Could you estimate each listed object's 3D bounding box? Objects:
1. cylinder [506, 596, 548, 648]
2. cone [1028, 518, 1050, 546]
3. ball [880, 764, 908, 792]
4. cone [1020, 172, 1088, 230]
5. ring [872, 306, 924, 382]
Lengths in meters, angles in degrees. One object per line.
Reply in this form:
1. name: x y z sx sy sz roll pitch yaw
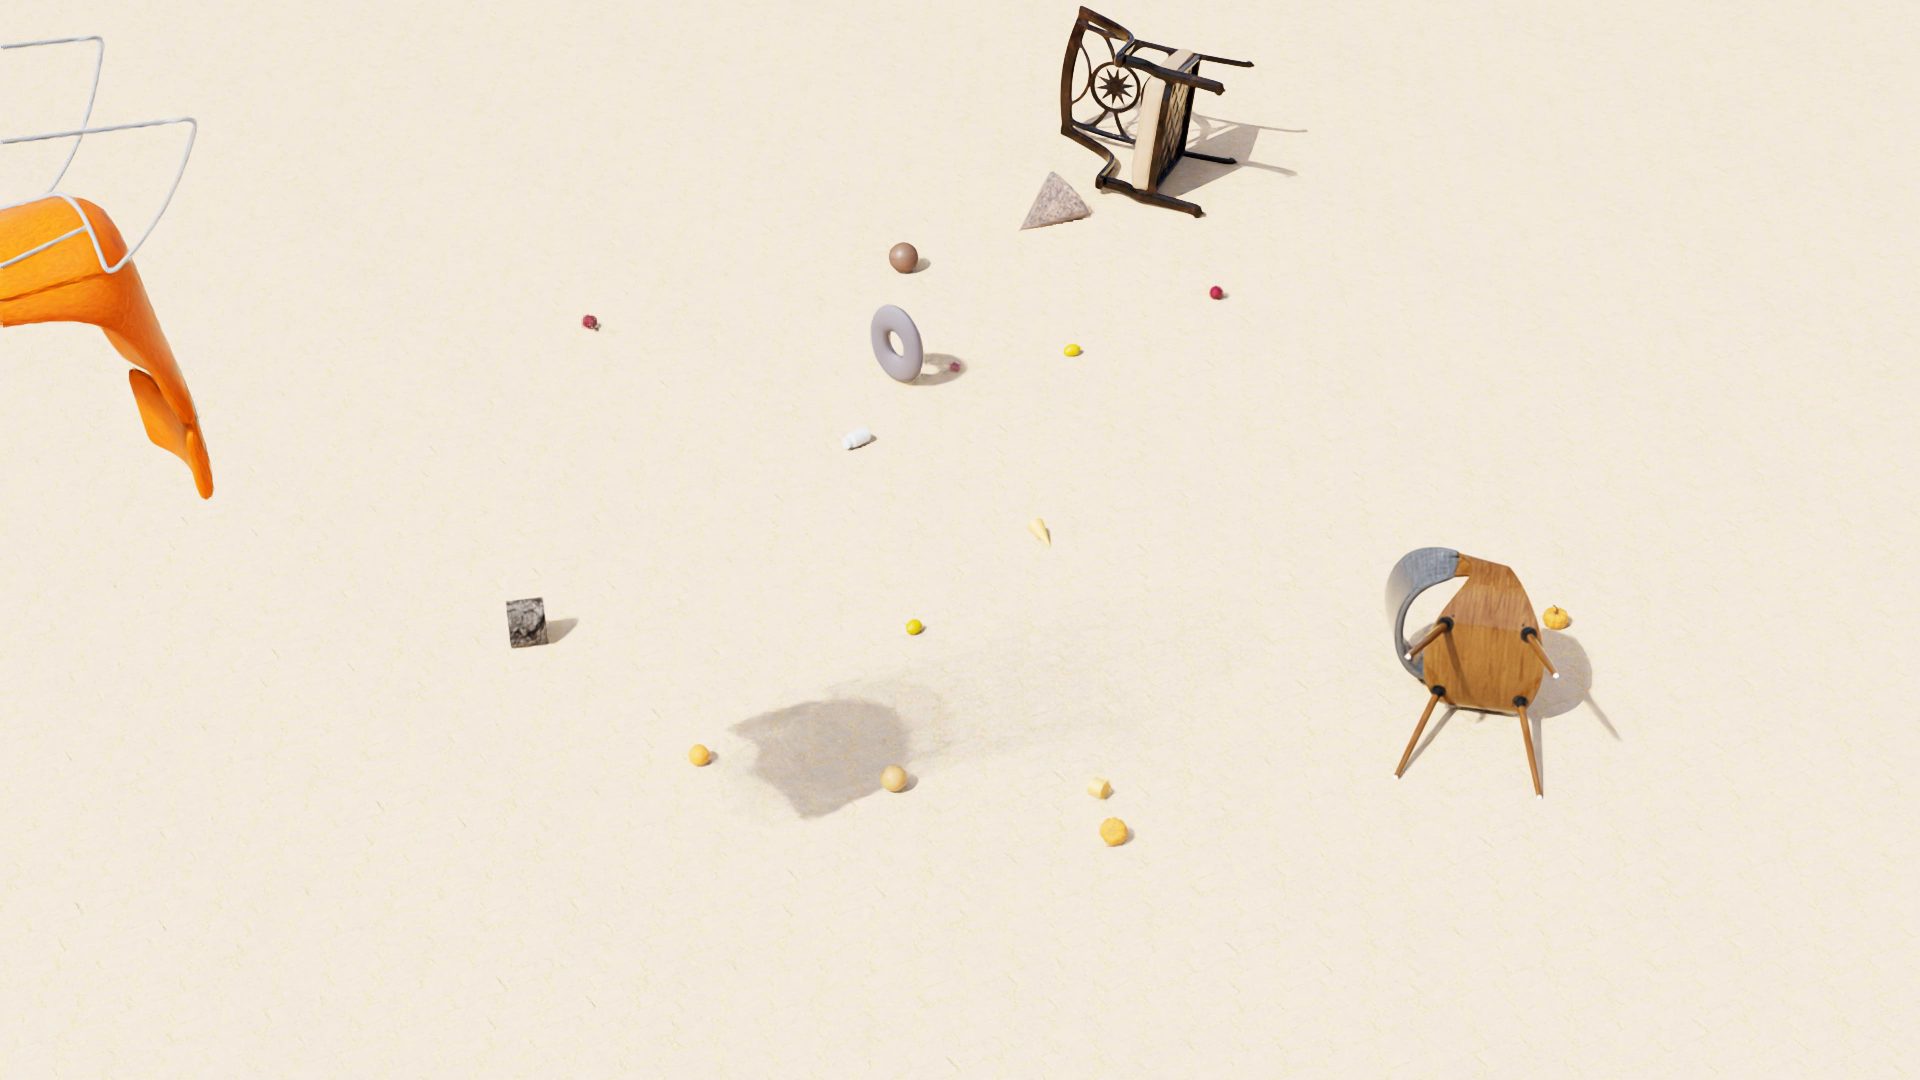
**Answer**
1. cylinder: -1.530 0.291 10.356 0.130 0.170 0.076 -7 12 -11
2. cone: 0.311 -0.013 10.934 0.067 0.065 0.134 28 23 -50
3. ball: -0.219 0.785 9.672 0.090 0.090 0.090 0 33 0
4. cone: 0.374 -1.462 13.083 0.311 0.130 0.264 -39 82 -22
5. ring: -0.253 -0.789 11.809 0.283 0.379 0.062 38 54 25
